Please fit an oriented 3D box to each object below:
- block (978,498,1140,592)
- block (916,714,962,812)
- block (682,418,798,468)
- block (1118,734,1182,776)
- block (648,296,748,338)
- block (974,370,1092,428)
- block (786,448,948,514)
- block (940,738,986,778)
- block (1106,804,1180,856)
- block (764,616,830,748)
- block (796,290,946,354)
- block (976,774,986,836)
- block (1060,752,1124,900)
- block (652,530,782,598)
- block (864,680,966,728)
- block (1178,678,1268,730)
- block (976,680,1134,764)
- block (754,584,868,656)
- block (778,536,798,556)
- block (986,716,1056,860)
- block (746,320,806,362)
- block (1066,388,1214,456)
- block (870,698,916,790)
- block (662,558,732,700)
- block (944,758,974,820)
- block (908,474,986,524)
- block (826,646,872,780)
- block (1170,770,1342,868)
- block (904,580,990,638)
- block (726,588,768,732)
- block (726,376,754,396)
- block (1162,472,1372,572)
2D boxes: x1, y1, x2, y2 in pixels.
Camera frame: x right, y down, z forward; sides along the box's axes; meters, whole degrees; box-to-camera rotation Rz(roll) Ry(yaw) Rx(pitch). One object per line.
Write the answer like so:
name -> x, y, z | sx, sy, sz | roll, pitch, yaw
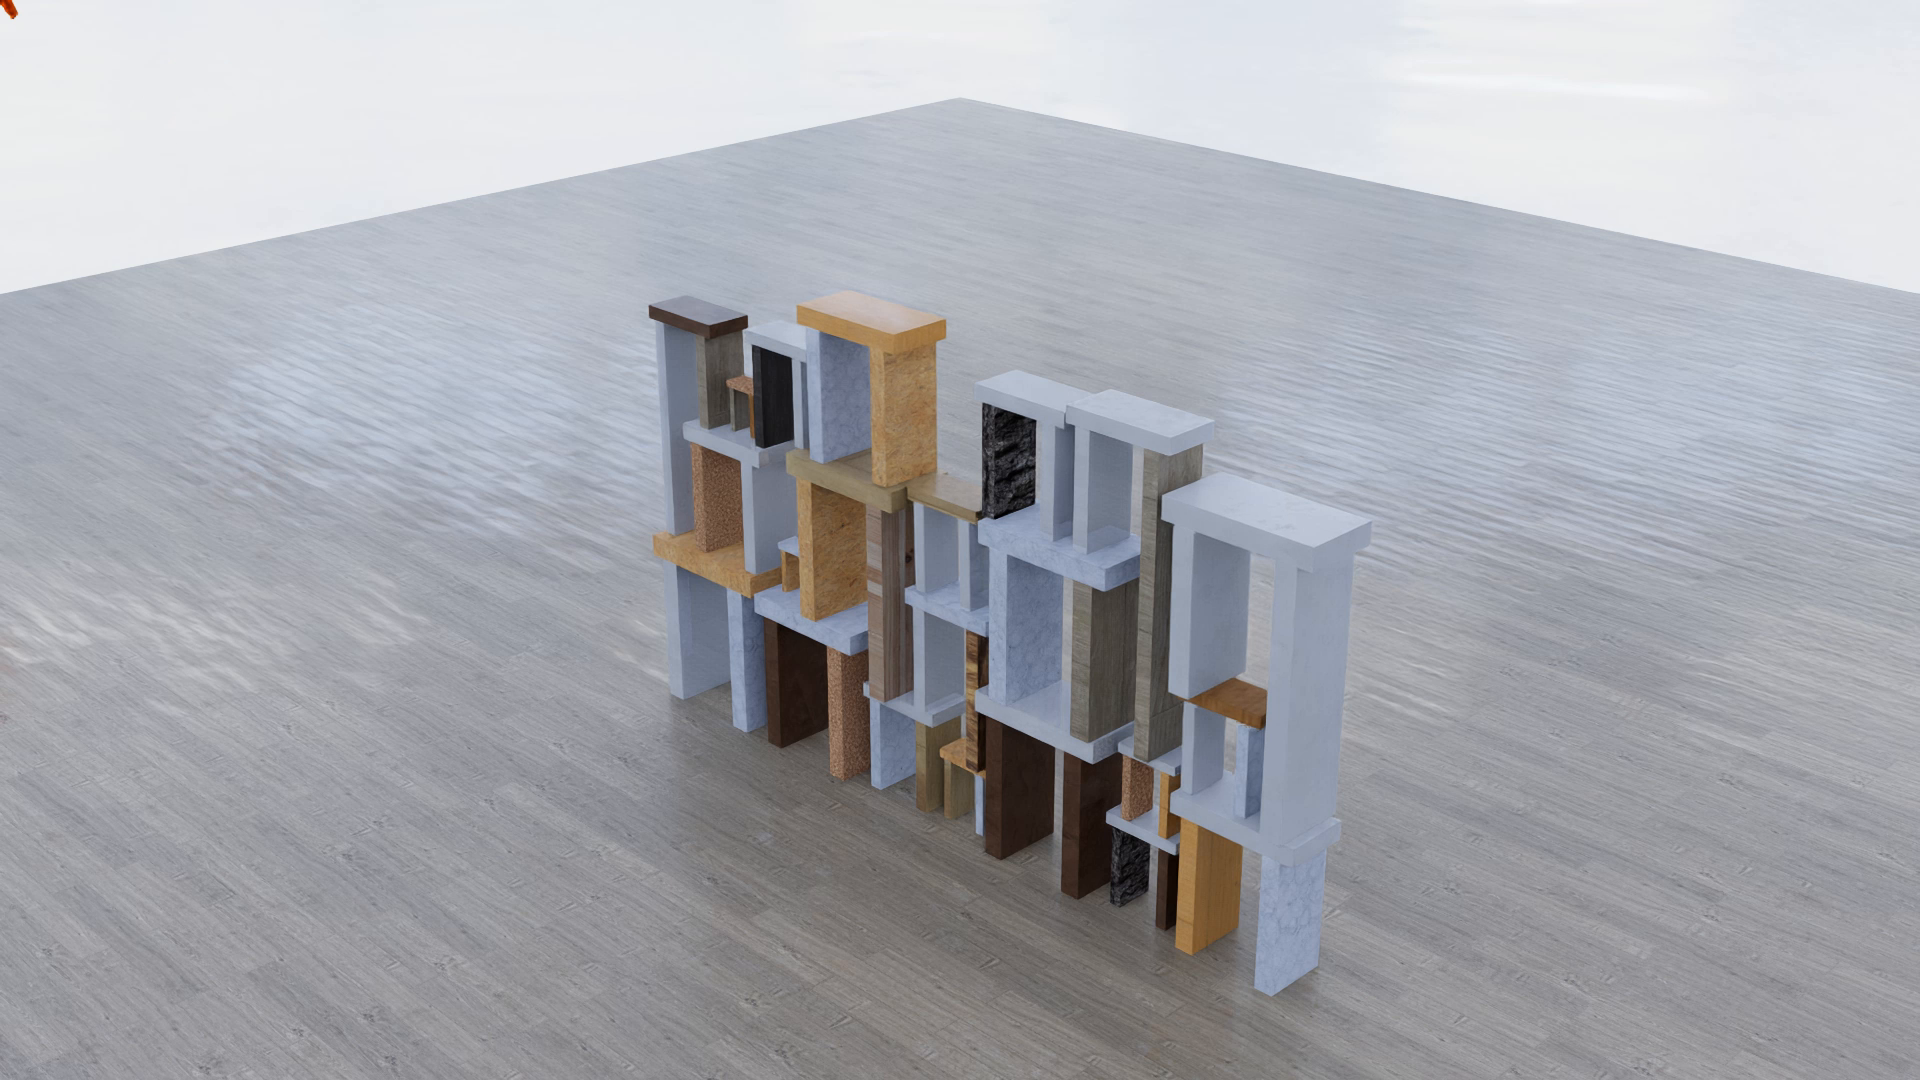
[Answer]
block -> 0.199, 0.006, 4.006 | 0.156, 0.044, 0.312 | -21, 31, -41
block -> -0.043, 0.443, 4.459 | 0.029, 0.202, 0.101 | 21, 31, 41
block -> -0.456, -0.214, 4.622 | 0.248, 0.035, 0.124 | 21, 31, 41
block -> 0.360, 0.387, 3.991 | 0.134, 0.019, 0.067 | 21, 31, 41
block -> -0.550, -0.469, 4.618 | 0.102, 0.029, 0.204 | -21, 31, -40
block -> 0.143, -0.255, 3.957 | 0.221, 0.031, 0.111 | 21, 31, 41
block -> -0.186, -0.134, 4.362 | 0.153, 0.043, 0.307 | -22, 31, -41
block -> 0.030, 0.434, 4.373 | 0.067, 0.019, 0.133 | -21, 31, -40
block -> 0.360, 0.527, 4.060 | 0.167, 0.024, 0.084 | 21, 31, 41
block -> -0.345, 0.283, 4.712 | 0.042, 0.299, 0.149 | 21, 31, 41
block -> -0.172, -0.421, 4.229 | 0.137, 0.039, 0.275 | -21, 31, -40
block -> 0.062, 0.516, 4.374 | 0.067, 0.133, 0.019 | -21, 31, -41
block -> 0.261, 0.515, 4.161 | 0.043, 0.302, 0.151 | 21, 31, 41
block -> -0.499, 0.033, 4.777 | 0.330, 0.047, 0.165 | 21, 31, 41
block -> -0.090, 0.318, 4.458 | 0.202, 0.029, 0.101 | 21, 31, 41
block -> 0.477, 0.276, 3.825 | 0.178, 0.025, 0.089 | 20, 30, 40
block -> 0.189, 0.328, 4.159 | 0.302, 0.043, 0.151 | 21, 31, 41
block -> -0.274, 0.153, 4.580 | 0.299, 0.042, 0.149 | 21, 31, 41
block -> -0.330, 0.017, 4.585 | 0.095, 0.014, 0.048 | 21, 31, 41
block -> 0.118, 0.459, 4.292 | 0.043, 0.302, 0.151 | 21, 31, 41
block -> -0.335, -0.400, 4.421 | 0.094, 0.027, 0.187 | -21, 31, -40
block -> 0.310, -0.205, 3.800 | 0.236, 0.033, 0.118 | 21, 31, 41
block -> -0.138, 0.406, 4.547 | 0.029, 0.202, 0.101 | 21, 31, 41
block -> -0.576, 0.177, 4.922 | 0.047, 0.330, 0.165 | 21, 31, 41
block -> -0.001, 0.491, 4.432 | 0.019, 0.133, 0.067 | 21, 31, 41
block -> -0.003, -0.079, 4.197 | 0.093, 0.026, 0.186 | -22, 31, -40
block -> -0.204, 0.338, 4.582 | 0.042, 0.299, 0.149 | 21, 31, 41
block -> 0.518, 0.486, 3.870 | 0.136, 0.039, 0.272 | -21, 31, -41
block -> 0.010, 0.124, 4.270 | 0.111, 0.031, 0.222 | -22, 31, -40
block -> -0.421, 0.237, 4.779 | 0.047, 0.330, 0.165 | 21, 31, 41
block -> -0.437, -0.320, 4.568 | 0.095, 0.013, 0.047 | 21, 31, 41
block -> 0.507, -0.033, 3.659 | 0.158, 0.045, 0.315 | -21, 31, -41
